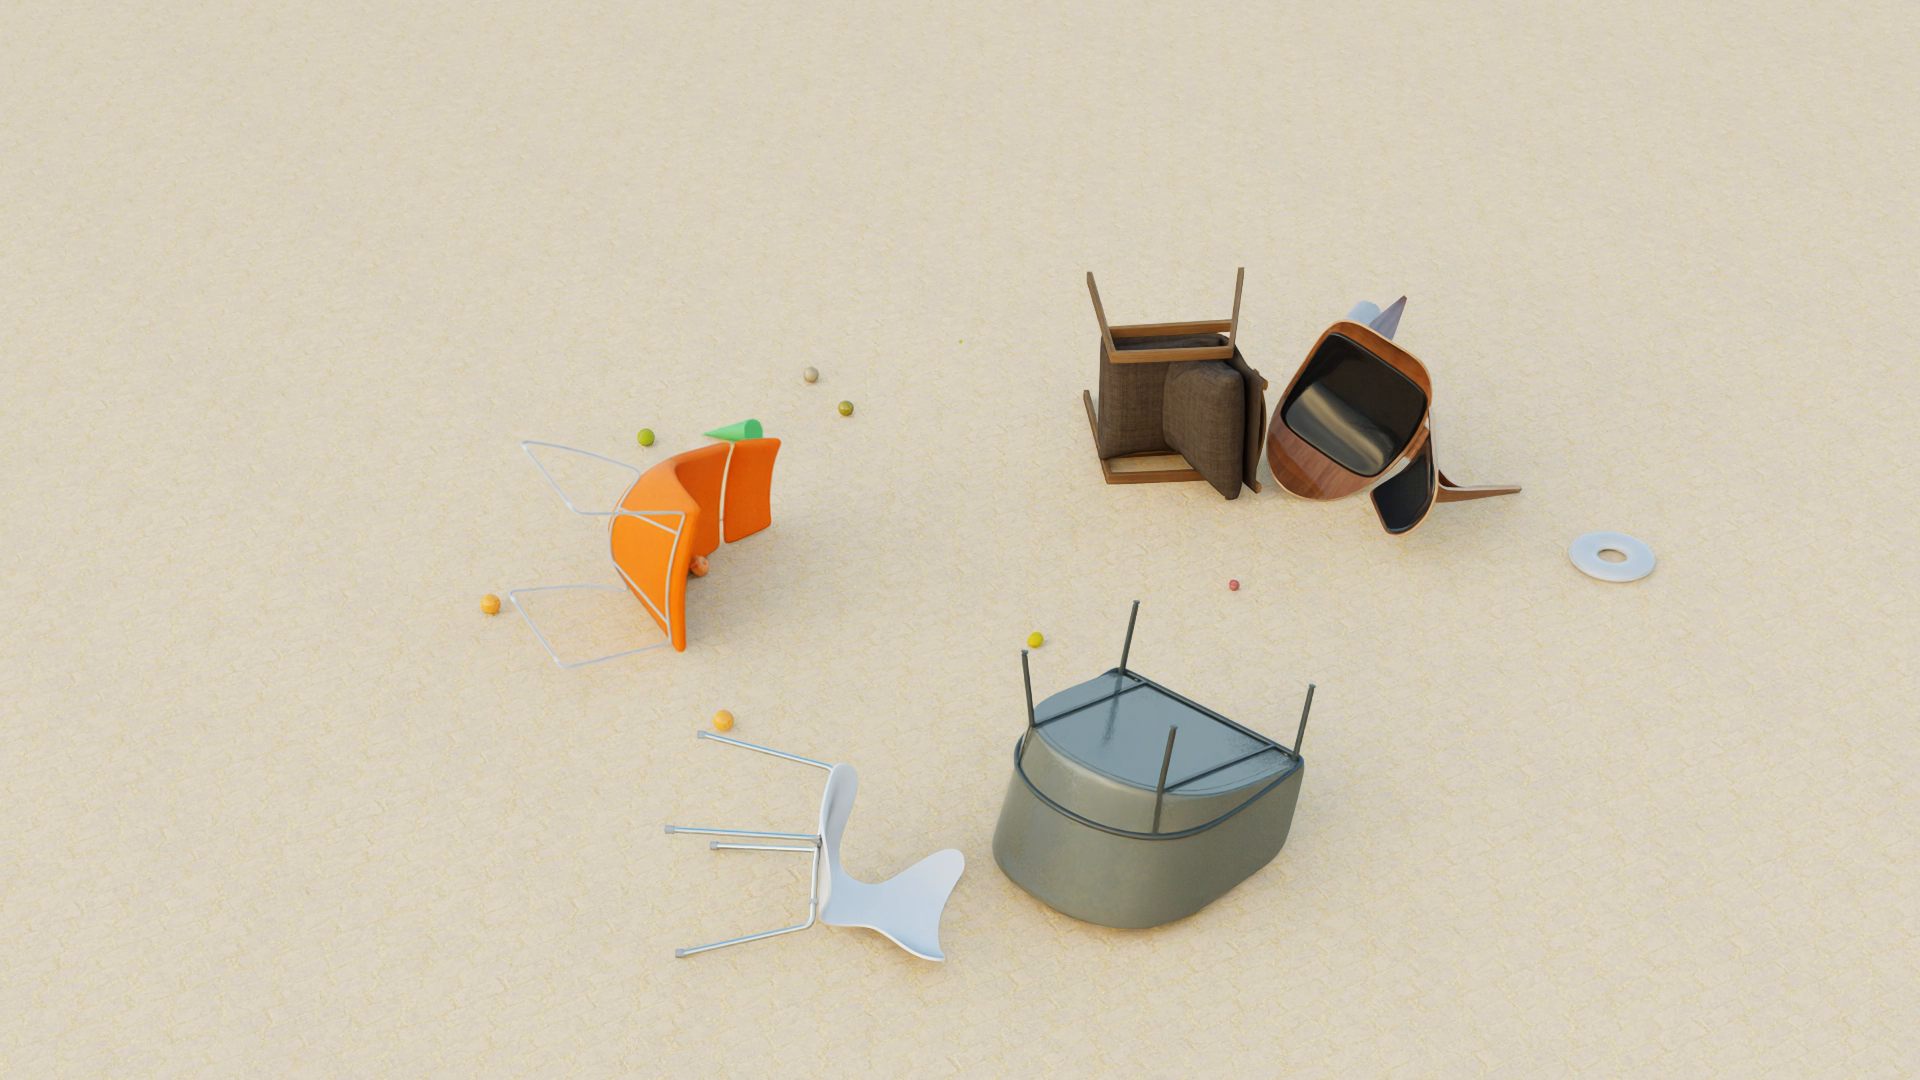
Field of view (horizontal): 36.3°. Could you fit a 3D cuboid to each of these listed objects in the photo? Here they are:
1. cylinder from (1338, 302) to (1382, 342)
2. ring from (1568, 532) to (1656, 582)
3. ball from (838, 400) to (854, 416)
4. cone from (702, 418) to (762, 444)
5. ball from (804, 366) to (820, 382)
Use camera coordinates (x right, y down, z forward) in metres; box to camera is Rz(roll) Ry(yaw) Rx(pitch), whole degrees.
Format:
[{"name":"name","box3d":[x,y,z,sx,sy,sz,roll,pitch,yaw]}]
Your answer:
[{"name":"cylinder","box3d":[1.669,-0.911,12.250,0.109,0.085,0.219,14,36,25]},{"name":"ring","box3d":[2.405,0.060,10.813,0.315,0.045,0.322,-6,34,-10]},{"name":"ball","box3d":[-0.455,-0.526,11.684,0.064,0.064,0.064,0,33,0]},{"name":"cone","box3d":[-0.917,-0.420,11.528,0.241,0.106,0.151,-4,0,25]},{"name":"ball","box3d":[-0.605,-0.672,11.907,0.064,0.064,0.064,0,33,0]}]
